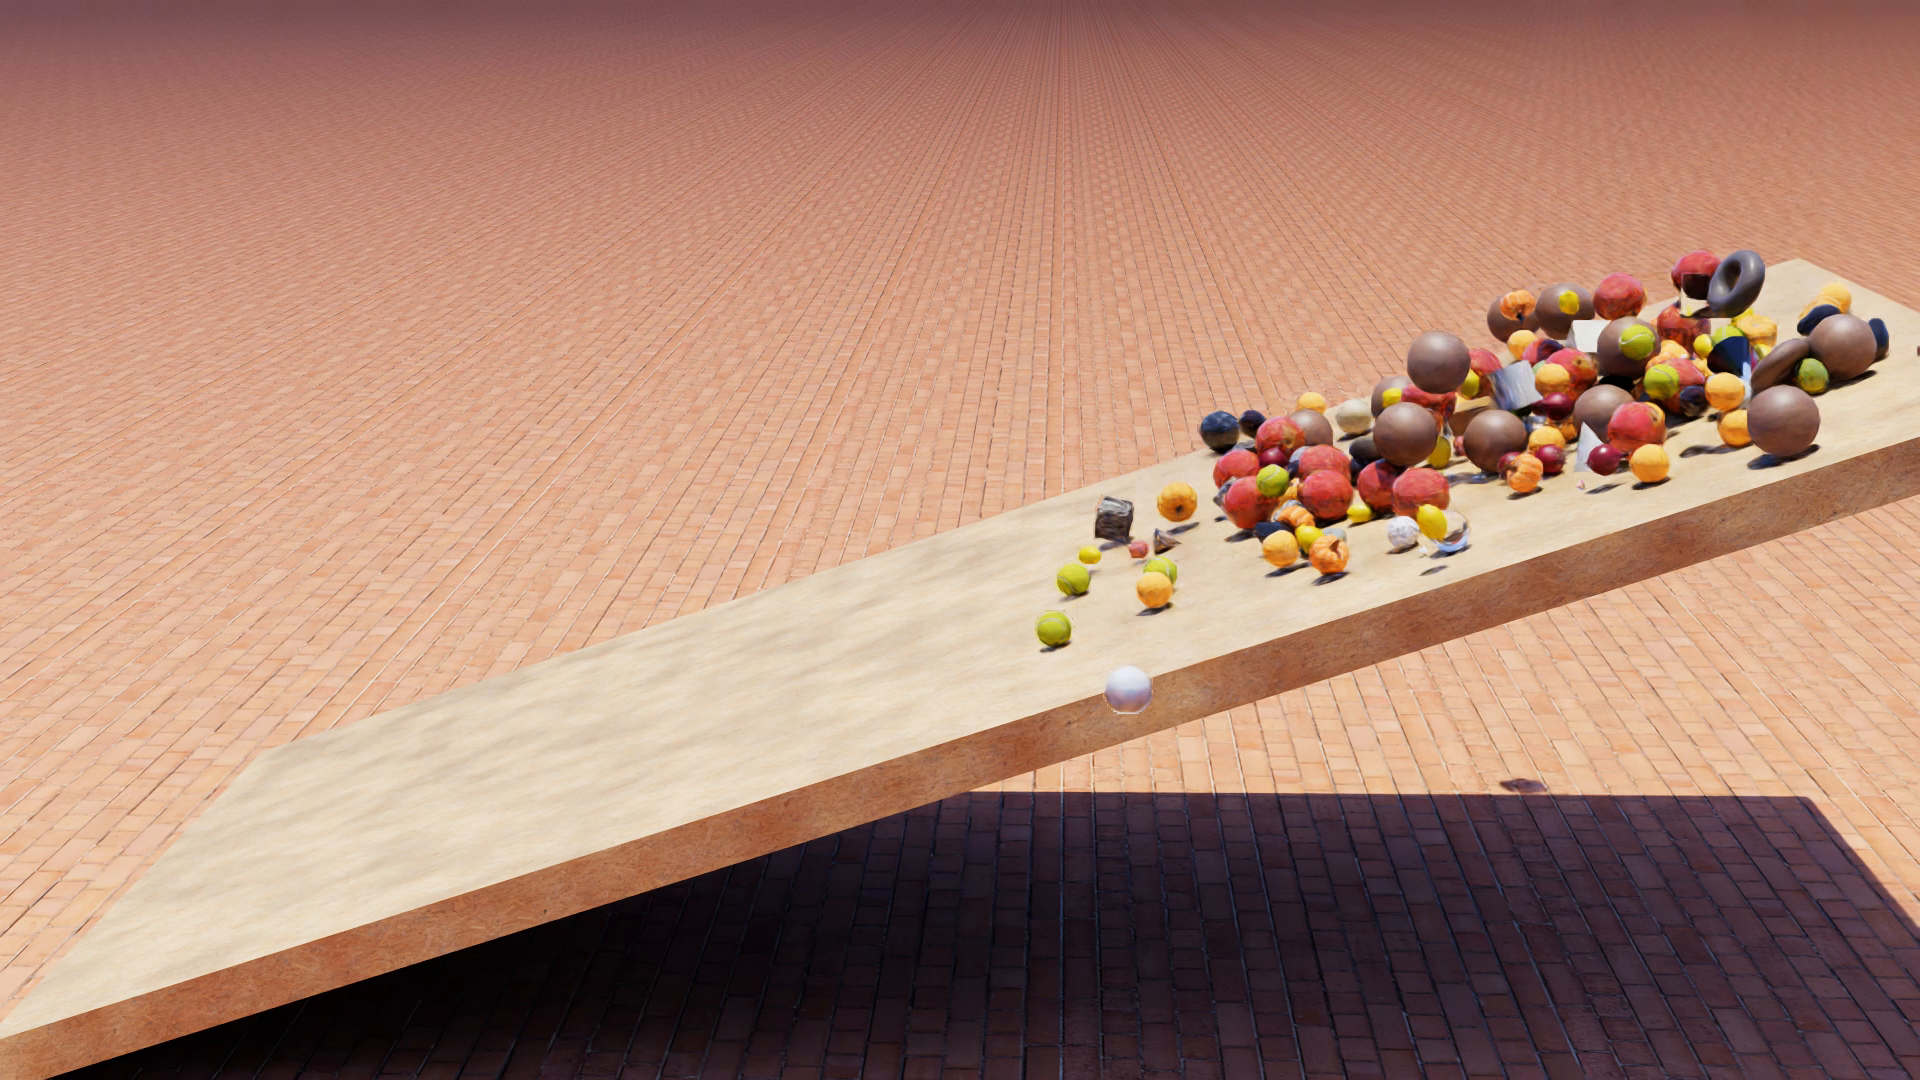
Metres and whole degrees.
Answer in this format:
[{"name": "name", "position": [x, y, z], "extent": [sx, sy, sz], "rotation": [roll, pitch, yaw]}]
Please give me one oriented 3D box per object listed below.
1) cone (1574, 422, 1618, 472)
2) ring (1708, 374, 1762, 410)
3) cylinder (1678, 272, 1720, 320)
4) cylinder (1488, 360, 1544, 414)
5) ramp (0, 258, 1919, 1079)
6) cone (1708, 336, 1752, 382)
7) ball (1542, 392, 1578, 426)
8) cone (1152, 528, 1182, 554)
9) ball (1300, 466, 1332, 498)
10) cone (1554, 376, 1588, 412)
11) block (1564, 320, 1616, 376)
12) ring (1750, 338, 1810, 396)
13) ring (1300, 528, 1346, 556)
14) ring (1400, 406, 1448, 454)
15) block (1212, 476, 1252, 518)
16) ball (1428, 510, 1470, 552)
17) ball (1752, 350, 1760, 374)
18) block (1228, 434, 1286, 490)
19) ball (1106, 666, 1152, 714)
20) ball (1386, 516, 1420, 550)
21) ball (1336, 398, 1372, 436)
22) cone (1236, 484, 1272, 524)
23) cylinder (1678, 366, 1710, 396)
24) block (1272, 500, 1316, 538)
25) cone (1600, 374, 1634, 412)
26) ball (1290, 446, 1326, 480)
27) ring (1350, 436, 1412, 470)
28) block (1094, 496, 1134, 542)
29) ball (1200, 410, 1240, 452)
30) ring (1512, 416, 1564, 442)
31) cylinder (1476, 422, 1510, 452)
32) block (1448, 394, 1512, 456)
[{"name": "cone", "position": [1.226, -0.189, 5.732], "extent": [0.089, 0.089, 0.089], "rotation": [-18, 11, 4]}, {"name": "ring", "position": [1.519, -0.291, 5.764], "extent": [0.115, 0.038, 0.115], "rotation": [17, 21, -7]}, {"name": "cylinder", "position": [1.567, -0.517, 6.211], "extent": [0.092, 0.092, 0.092], "rotation": [1, 10, 0]}, {"name": "cylinder", "position": [1.166, -0.321, 6.175], "extent": [0.090, 0.090, 0.090], "rotation": [-21, -3, -1]}, {"name": "ramp", "position": [0.105, 0.181, 6.307], "extent": [4.000, 0.100, 2.000], "rotation": [-18, 11, 6]}, {"name": "cone", "position": [1.546, -0.338, 5.829], "extent": [0.096, 0.096, 0.096], "rotation": [-4, 40, -17]}, {"name": "ball", "position": [1.255, -0.273, 6.147], "extent": [0.072, 0.072, 0.072], "rotation": [0, 12, 0]}, {"name": "cone", "position": [0.443, 0.004, 6.265], "extent": [0.058, 0.058, 0.058], "rotation": [5, 12, -3]}, {"name": "ball", "position": [0.759, -0.124, 6.270], "extent": [0.066, 0.066, 0.066], "rotation": [0, 12, 0]}, {"name": "cone", "position": [1.287, -0.313, 6.269], "extent": [0.083, 0.083, 0.083], "rotation": [-18, 11, 4]}, {"name": "block", "position": [1.342, -0.409, 6.260], "extent": [0.084, 0.084, 0.084], "rotation": [1, 56, -1]}, {"name": "ring", "position": [1.595, -0.337, 5.722], "extent": [0.137, 0.137, 0.046], "rotation": [-13, 56, -47]}, {"name": "ring", "position": [0.714, 0.004, 5.792], "extent": [0.097, 0.032, 0.097], "rotation": [-19, 11, 4]}, {"name": "ring", "position": [0.998, -0.238, 6.318], "extent": [0.108, 0.108, 0.036], "rotation": [-2, -12, -10]}, {"name": "block", "position": [0.590, -0.094, 6.370], "extent": [0.058, 0.058, 0.058], "rotation": [40, 19, -1]}, {"name": "ball", "position": [0.906, -0.017, 5.447], "extent": [0.078, 0.078, 0.078], "rotation": [0, 12, 0]}, {"name": "ball", "position": [1.601, -0.363, 5.998], "extent": [0.060, 0.060, 0.060], "rotation": [0, 12, 0]}, {"name": "block", "position": [0.667, -0.173, 6.601], "extent": [0.092, 0.092, 0.092], "rotation": [-15, 11, 21]}, {"name": "ball", "position": [0.297, 0.264, 5.187], "extent": [0.082, 0.082, 0.082], "rotation": [0, 12, 0]}, {"name": "ball", "position": [0.841, -0.014, 5.584], "extent": [0.063, 0.063, 0.063], "rotation": [0, 12, 0]}, {"name": "ball", "position": [0.907, -0.283, 6.765], "extent": [0.084, 0.084, 0.084], "rotation": [0, 12, 0]}, {"name": "cone", "position": [0.616, -0.084, 6.278], "extent": [0.078, 0.078, 0.078], "rotation": [-18, 11, 4]}, {"name": "cylinder", "position": [1.505, -0.325, 6.018], "extent": [0.055, 0.055, 0.055], "rotation": [6, 0, 27]}, {"name": "block", "position": [0.679, -0.043, 5.979], "extent": [0.054, 0.054, 0.054], "rotation": [-47, 15, -6]}, {"name": "cone", "position": [1.333, -0.287, 5.985], "extent": [0.071, 0.071, 0.071], "rotation": [10, -28, 5]}, {"name": "ball", "position": [0.756, -0.165, 6.392], "extent": [0.081, 0.081, 0.081], "rotation": [0, 12, 0]}, {"name": "ring", "position": [0.894, -0.183, 6.249], "extent": [0.135, 0.045, 0.135], "rotation": [15, -9, 2]}, {"name": "block", "position": [0.340, -0.045, 6.479], "extent": [0.068, 0.068, 0.068], "rotation": [11, 33, 12]}, {"name": "ball", "position": [0.628, -0.262, 7.100], "extent": [0.099, 0.099, 0.099], "rotation": [0, 12, 0]}, {"name": "ring", "position": [1.197, -0.232, 6.097], "extent": [0.108, 0.036, 0.108], "rotation": [-5, 17, 1]}, {"name": "cylinder", "position": [1.110, -0.213, 6.123], "extent": [0.059, 0.059, 0.059], "rotation": [6, -8, 27]}, {"name": "block", "position": [1.099, -0.244, 6.211], "extent": [0.092, 0.092, 0.092], "rotation": [-14, 11, 31]}]
